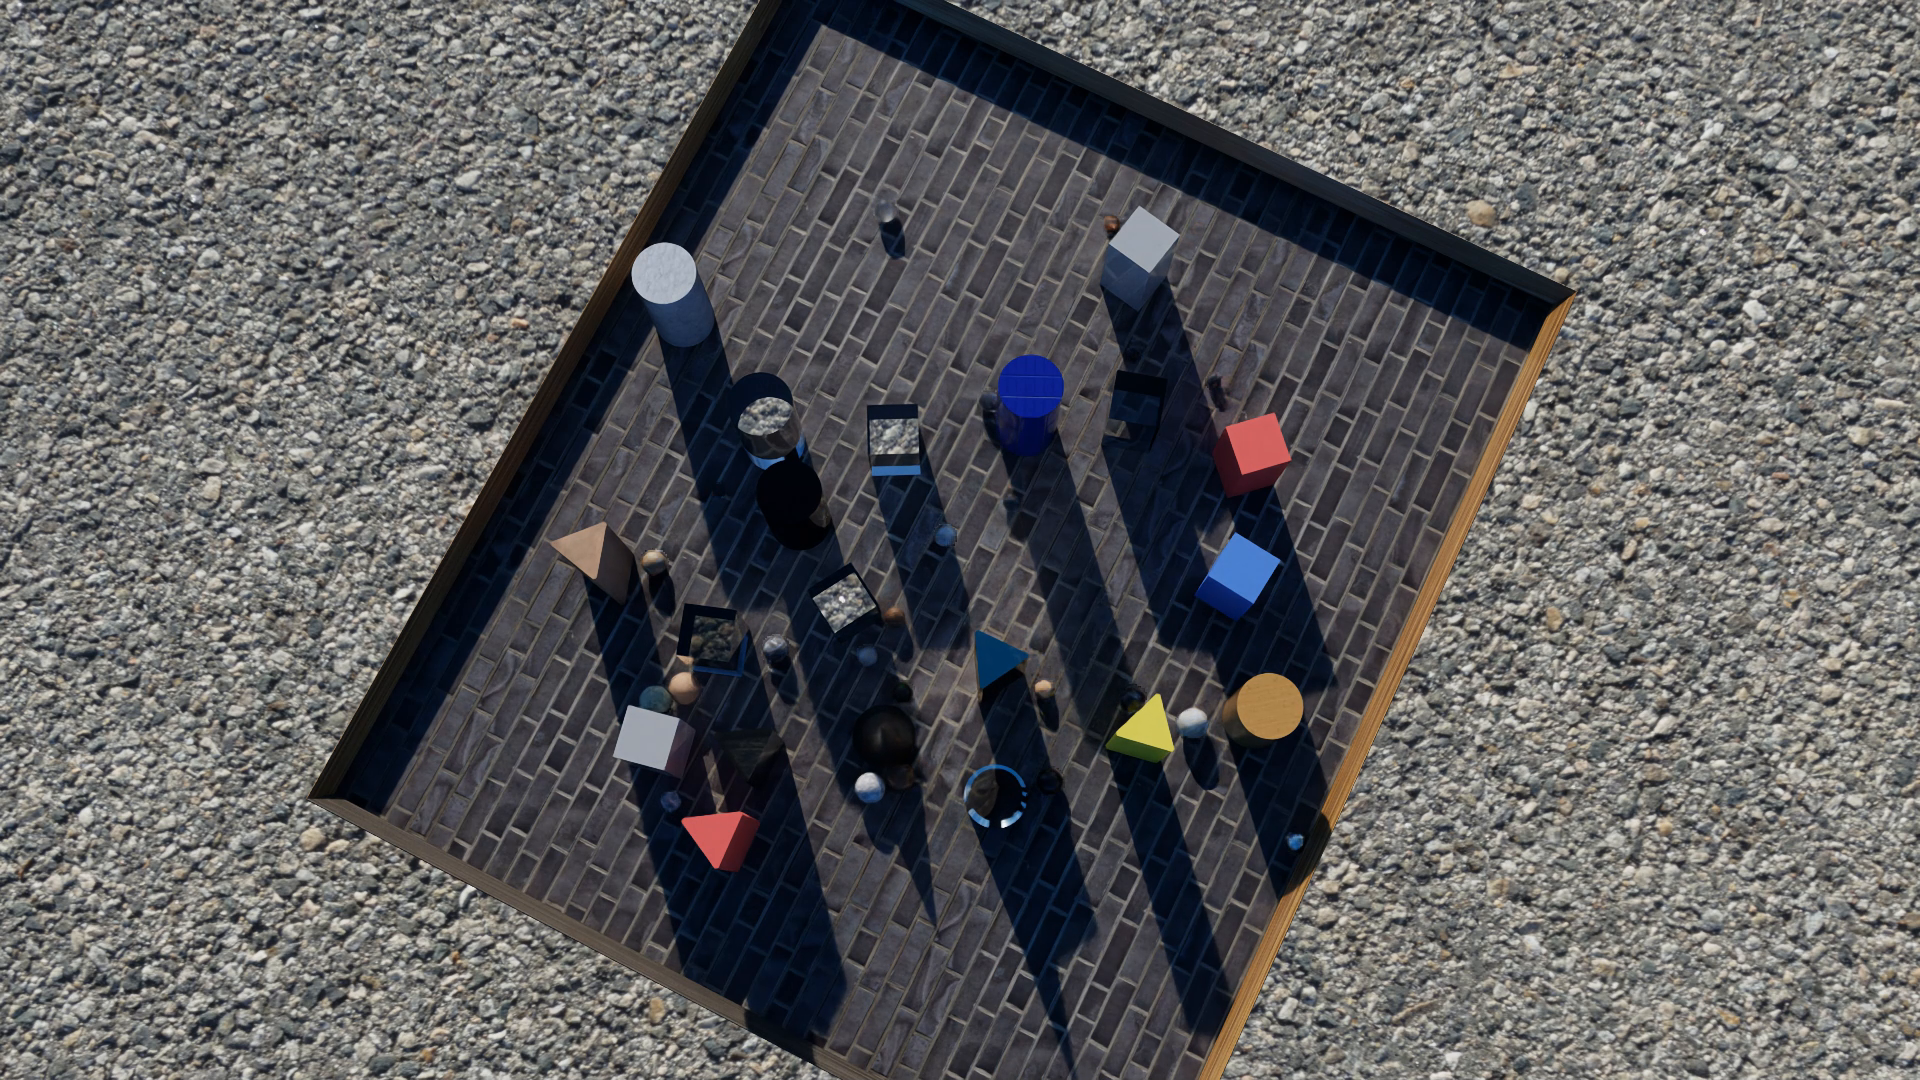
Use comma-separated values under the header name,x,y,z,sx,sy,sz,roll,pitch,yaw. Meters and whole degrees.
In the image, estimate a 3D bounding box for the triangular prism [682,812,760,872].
name,x,y,z,sx,sy,sz,roll,pitch,yaw
triangular prism,-0.651,0.831,5.208,0.142,0.464,0.164,-36,81,-7

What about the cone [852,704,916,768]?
name,x,y,z,sx,sy,sz,roll,pitch,yaw
cone,-0.228,0.559,5.354,0.189,0.287,0.189,0,78,0

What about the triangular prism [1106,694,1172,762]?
name,x,y,z,sx,sy,sz,roll,pitch,yaw
triangular prism,0.534,0.536,5.301,0.164,0.401,0.142,16,79,3

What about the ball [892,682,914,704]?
name,x,y,z,sx,sy,sz,roll,pitch,yaw
ball,-0.171,0.457,5.490,0.062,0.062,0.062,0,78,0

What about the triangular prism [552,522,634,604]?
name,x,y,z,sx,sy,sz,roll,pitch,yaw
triangular prism,-1.045,0.050,5.380,0.164,0.443,0.142,38,81,7

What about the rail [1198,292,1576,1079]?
name,x,y,z,sx,sy,sz,roll,pitch,yaw
rail,1.192,0.590,5.431,0.045,0.123,3.095,26,80,5

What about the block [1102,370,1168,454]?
name,x,y,z,sx,sy,sz,roll,pitch,yaw
block,0.524,-0.385,5.539,0.151,0.307,0.151,10,79,2

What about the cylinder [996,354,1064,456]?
name,x,y,z,sx,sy,sz,roll,pitch,yaw
cylinder,0.203,-0.396,5.470,0.189,0.447,0.189,0,78,0

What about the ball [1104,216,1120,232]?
name,x,y,z,sx,sy,sz,roll,pitch,yaw
ball,0.482,-1.001,5.798,0.050,0.050,0.050,0,78,0

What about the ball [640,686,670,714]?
name,x,y,z,sx,sy,sz,roll,pitch,yaw
ball,-0.911,0.480,5.470,0.092,0.092,0.092,0,78,0

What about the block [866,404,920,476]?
name,x,y,z,sx,sy,sz,roll,pitch,yaw
block,-0.198,-0.301,5.544,0.151,0.264,0.151,-1,78,0

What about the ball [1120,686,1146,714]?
name,x,y,z,sx,sy,sz,roll,pitch,yaw
ball,0.515,0.479,5.470,0.080,0.080,0.080,0,78,0

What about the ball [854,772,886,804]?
name,x,y,z,sx,sy,sz,roll,pitch,yaw
ball,-0.265,0.732,5.418,0.091,0.091,0.091,0,78,0

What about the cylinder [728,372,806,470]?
name,x,y,z,sx,sy,sz,roll,pitch,yaw
cylinder,-0.574,-0.348,5.471,0.189,0.426,0.189,0,78,0

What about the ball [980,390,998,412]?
name,x,y,z,sx,sy,sz,roll,pitch,yaw
ball,0.093,-0.429,5.670,0.068,0.068,0.068,0,78,0

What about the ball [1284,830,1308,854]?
name,x,y,z,sx,sy,sz,roll,pitch,yaw
ball,0.991,0.891,5.398,0.067,0.067,0.067,0,78,0

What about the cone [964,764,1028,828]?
name,x,y,z,sx,sy,sz,roll,pitch,yaw
cone,0.106,0.721,5.253,0.189,0.420,0.189,0,78,0

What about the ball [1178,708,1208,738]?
name,x,y,z,sx,sy,sz,roll,pitch,yaw
ball,0.694,0.546,5.457,0.092,0.092,0.092,0,78,0

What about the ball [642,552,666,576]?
name,x,y,z,sx,sy,sz,roll,pitch,yaw
ball,-0.929,0.071,5.563,0.075,0.075,0.075,0,78,0

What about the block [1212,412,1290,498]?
name,x,y,z,sx,sy,sz,roll,pitch,yaw
block,0.873,-0.251,5.513,0.151,0.305,0.151,-17,79,-3

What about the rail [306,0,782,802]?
name,x,y,z,sx,sy,sz,roll,pitch,yaw
rail,-1.192,-0.577,5.672,0.045,0.123,3.095,26,80,5

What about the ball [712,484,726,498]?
name,x,y,z,sx,sy,sz,roll,pitch,yaw
ball,-0.740,-0.152,5.626,0.042,0.042,0.042,0,78,0

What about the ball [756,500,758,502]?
name,x,y,z,sx,sy,sz,roll,pitch,yaw
ball,-0.596,-0.128,5.614,0.057,0.057,0.057,0,78,0

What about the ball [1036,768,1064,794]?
name,x,y,z,sx,sy,sz,roll,pitch,yaw
ball,0.266,0.716,5.429,0.078,0.078,0.078,0,78,0

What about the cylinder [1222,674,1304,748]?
name,x,y,z,sx,sy,sz,roll,pitch,yaw
cylinder,0.882,0.503,5.359,0.189,0.300,0.189,0,78,0

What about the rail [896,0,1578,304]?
name,x,y,z,sx,sy,sz,roll,pitch,yaw
rail,0.681,-1.328,5.827,2.714,0.123,0.045,26,80,5

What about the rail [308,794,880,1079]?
name,x,y,z,sx,sy,sz,roll,pitch,yaw
rail,-0.681,1.341,5.275,2.714,0.123,0.045,26,80,5

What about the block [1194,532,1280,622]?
name,x,y,z,sx,sy,sz,roll,pitch,yaw
block,0.817,0.113,5.425,0.151,0.329,0.151,32,80,6

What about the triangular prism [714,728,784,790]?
name,x,y,z,sx,sy,sz,roll,pitch,yaw
triangular prism,-0.586,0.606,5.312,0.142,0.350,0.164,-35,80,-7

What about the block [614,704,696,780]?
name,x,y,z,sx,sy,sz,roll,pitch,yaw
block,-0.884,0.590,5.325,0.151,0.332,0.151,14,79,3

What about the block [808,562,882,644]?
name,x,y,z,sx,sy,sz,roll,pitch,yaw
block,-0.341,0.191,5.454,0.151,0.241,0.151,-32,80,-6

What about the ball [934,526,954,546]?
name,x,y,z,sx,sy,sz,roll,pitch,yaw
ball,-0.047,-0.011,5.586,0.063,0.063,0.063,0,78,0

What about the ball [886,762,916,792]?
name,x,y,z,sx,sy,sz,roll,pitch,yaw
ball,-0.177,0.701,5.426,0.088,0.088,0.088,0,78,0

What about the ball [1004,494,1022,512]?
name,x,y,z,sx,sy,sz,roll,pitch,yaw
ball,0.161,-0.114,5.611,0.056,0.056,0.056,0,78,0

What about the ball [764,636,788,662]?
name,x,y,z,sx,sy,sz,roll,pitch,yaw
ball,-0.553,0.329,5.510,0.076,0.076,0.076,0,78,0

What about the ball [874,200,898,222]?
name,x,y,z,sx,sy,sz,roll,pitch,yaw
ball,-0.234,-1.041,5.795,0.071,0.071,0.071,0,78,0

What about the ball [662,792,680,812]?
name,x,y,z,sx,sy,sz,roll,pitch,yaw
ball,-0.855,0.775,5.427,0.056,0.056,0.056,0,78,0

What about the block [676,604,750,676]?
name,x,y,z,sx,sy,sz,roll,pitch,yaw
block,-0.723,0.297,5.387,0.151,0.328,0.151,7,78,2

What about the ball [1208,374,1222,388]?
name,x,y,z,sx,sy,sz,roll,pitch,yaw
ball,0.792,-0.492,5.696,0.044,0.044,0.044,0,78,0

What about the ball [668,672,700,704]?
name,x,y,z,sx,sy,sz,roll,pitch,yaw
ball,-0.822,0.443,5.477,0.095,0.095,0.095,0,78,0

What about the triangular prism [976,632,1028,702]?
name,x,y,z,sx,sy,sz,roll,pitch,yaw
triangular prism,0.087,0.352,5.353,0.164,0.374,0.142,-34,80,-7

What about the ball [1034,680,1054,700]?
name,x,y,z,sx,sy,sz,roll,pitch,yaw
ball,0.251,0.450,5.495,0.057,0.057,0.057,0,78,0

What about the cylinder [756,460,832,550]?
name,x,y,z,sx,sy,sz,roll,pitch,yaw
cylinder,-0.490,-0.099,5.440,0.189,0.386,0.189,0,78,0

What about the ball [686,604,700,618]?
name,x,y,z,sx,sy,sz,roll,pitch,yaw
ball,-0.807,0.213,5.550,0.044,0.044,0.044,0,78,0

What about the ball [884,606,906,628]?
name,x,y,z,sx,sy,sz,roll,pitch,yaw
ball,-0.197,0.233,5.536,0.064,0.064,0.064,0,78,0

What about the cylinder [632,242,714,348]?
name,x,y,z,sx,sy,sz,roll,pitch,yaw
cylinder,-0.865,-0.738,5.559,0.189,0.412,0.189,0,78,0

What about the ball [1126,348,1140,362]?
name,x,y,z,sx,sy,sz,roll,pitch,yaw
ball,0.538,-0.577,5.715,0.041,0.041,0.041,0,78,0

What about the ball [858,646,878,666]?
name,x,y,z,sx,sy,sz,roll,pitch,yaw
ball,-0.277,0.350,5.514,0.059,0.059,0.059,0,78,0

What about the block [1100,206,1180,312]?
name,x,y,z,sx,sy,sz,roll,pitch,yaw
block,0.547,-0.857,5.613,0.151,0.353,0.151,37,81,7
